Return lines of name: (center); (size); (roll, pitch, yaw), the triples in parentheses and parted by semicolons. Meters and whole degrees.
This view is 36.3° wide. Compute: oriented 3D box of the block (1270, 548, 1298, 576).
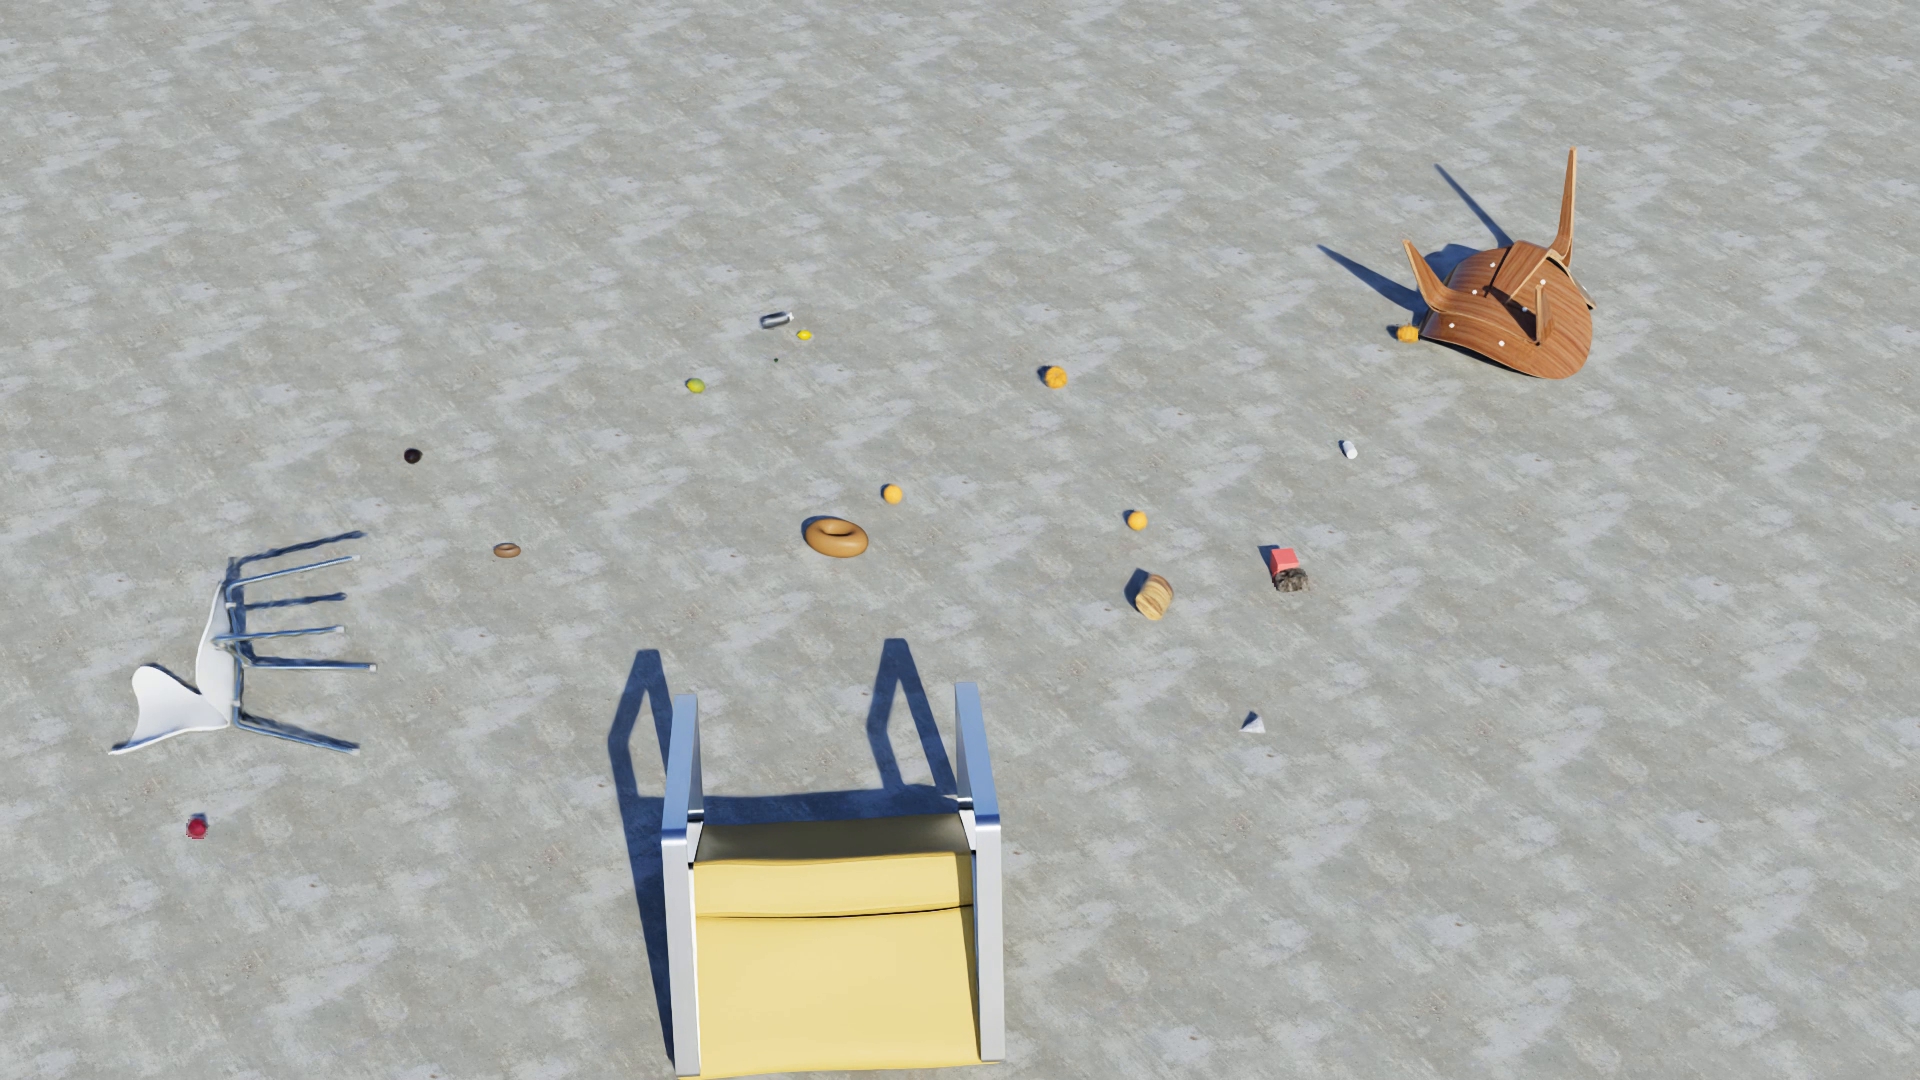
block: (1.187, 0.094, 10.727); (0.078, 0.083, 0.099); (-5, 34, -7)

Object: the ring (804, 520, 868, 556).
ring: (-0.458, -0.008, 10.878); (0.249, 0.088, 0.161); (12, 37, 19)

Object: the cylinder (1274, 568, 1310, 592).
cylinder: (1.207, 0.145, 10.666); (0.116, 0.062, 0.061); (-11, 34, -2)

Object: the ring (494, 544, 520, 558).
ring: (-1.675, 0.041, 10.851); (0.101, 0.036, 0.053); (-2, 35, -2)

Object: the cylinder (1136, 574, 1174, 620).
cylinder: (0.699, 0.205, 10.539); (0.081, 0.120, 0.137); (-34, 14, 37)
